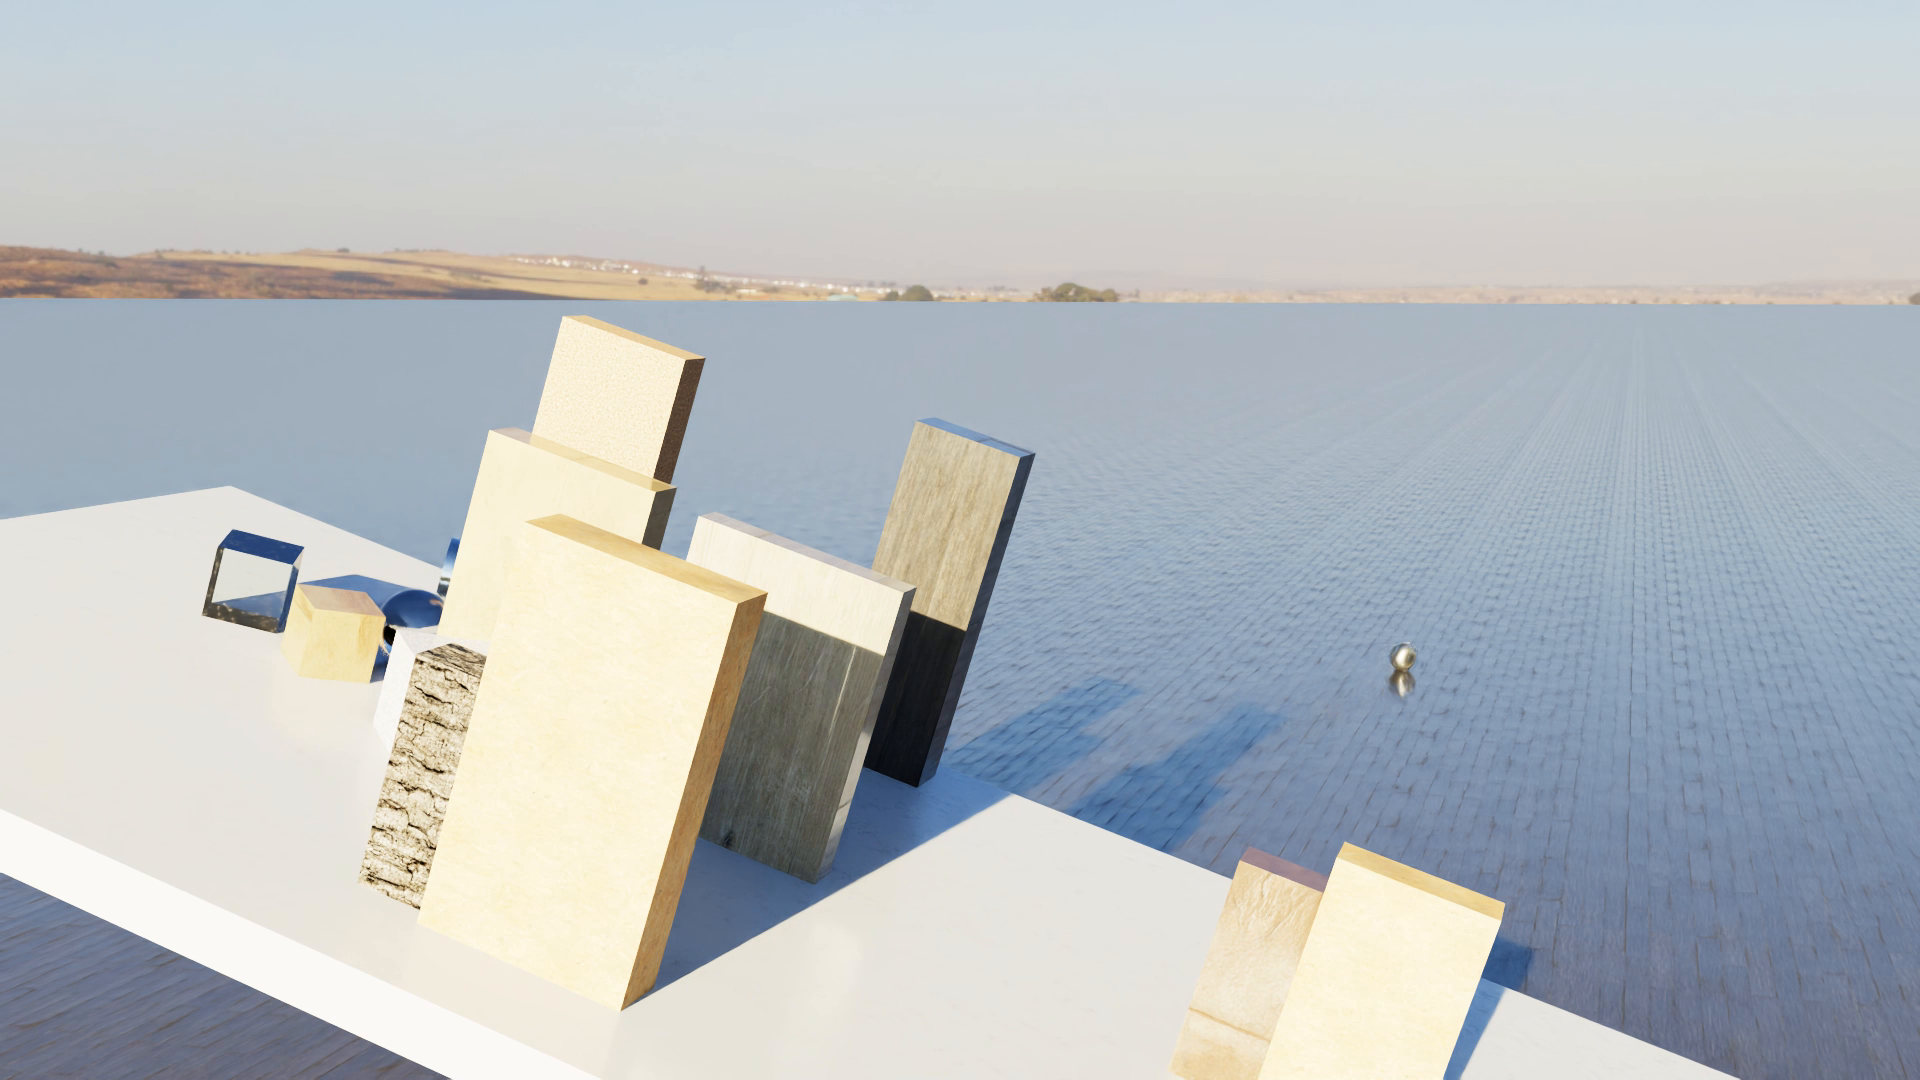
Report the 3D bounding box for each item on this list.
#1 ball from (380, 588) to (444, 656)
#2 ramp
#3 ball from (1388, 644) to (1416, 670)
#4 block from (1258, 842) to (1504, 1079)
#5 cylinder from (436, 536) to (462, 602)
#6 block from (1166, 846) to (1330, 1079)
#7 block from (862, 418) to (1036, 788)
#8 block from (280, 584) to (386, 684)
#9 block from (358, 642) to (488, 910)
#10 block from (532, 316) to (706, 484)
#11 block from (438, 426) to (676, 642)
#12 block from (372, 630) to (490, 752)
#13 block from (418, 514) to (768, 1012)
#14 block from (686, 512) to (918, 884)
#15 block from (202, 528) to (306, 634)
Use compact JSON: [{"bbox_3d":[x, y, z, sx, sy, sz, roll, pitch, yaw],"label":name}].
[{"bbox_3d":[-1.175,0.187,4.737,0.162,0.162,0.162,0,7,0],"label":"ball"},{"bbox_3d":[-0.361,0.687,4.229,4.000,0.100,2.000,20,12,14],"label":"ramp"},{"bbox_3d":[2.075,0.548,10.322,0.125,0.125,0.125,0,7,0],"label":"ball"},{"bbox_3d":[0.672,0.800,3.618,0.274,0.529,0.105,20,12,14],"label":"block"},{"bbox_3d":[-1.125,0.101,5.161,0.178,0.178,0.178,15,4,-10],"label":"cylinder"},{"bbox_3d":[0.594,0.794,3.832,0.344,0.409,0.100,20,12,14],"label":"block"},{"bbox_3d":[-0.077,0.140,4.968,0.251,0.789,0.132,20,12,14],"label":"block"},{"bbox_3d":[-1.300,0.194,4.557,0.149,0.149,0.149,9,14,-34],"label":"block"},{"bbox_3d":[-0.780,0.419,3.608,0.306,0.409,0.115,20,12,14],"label":"block"},{"bbox_3d":[-0.832,-0.082,4.940,0.306,0.782,0.110,20,12,14],"label":"block"},{"bbox_3d":[-0.864,0.093,4.632,0.393,0.559,0.107,20,12,14],"label":"block"},{"bbox_3d":[-1.001,0.316,4.289,0.201,0.201,0.201,10,14,-31],"label":"block"},{"bbox_3d":[-0.589,0.350,3.500,0.375,0.692,0.125,20,12,14],"label":"block"},{"bbox_3d":[-0.377,0.303,4.246,0.432,0.602,0.081,20,12,14],"label":"block"},{"bbox_3d":[-1.516,0.088,4.723,0.156,0.156,0.156,15,12,-10],"label":"block"}]
